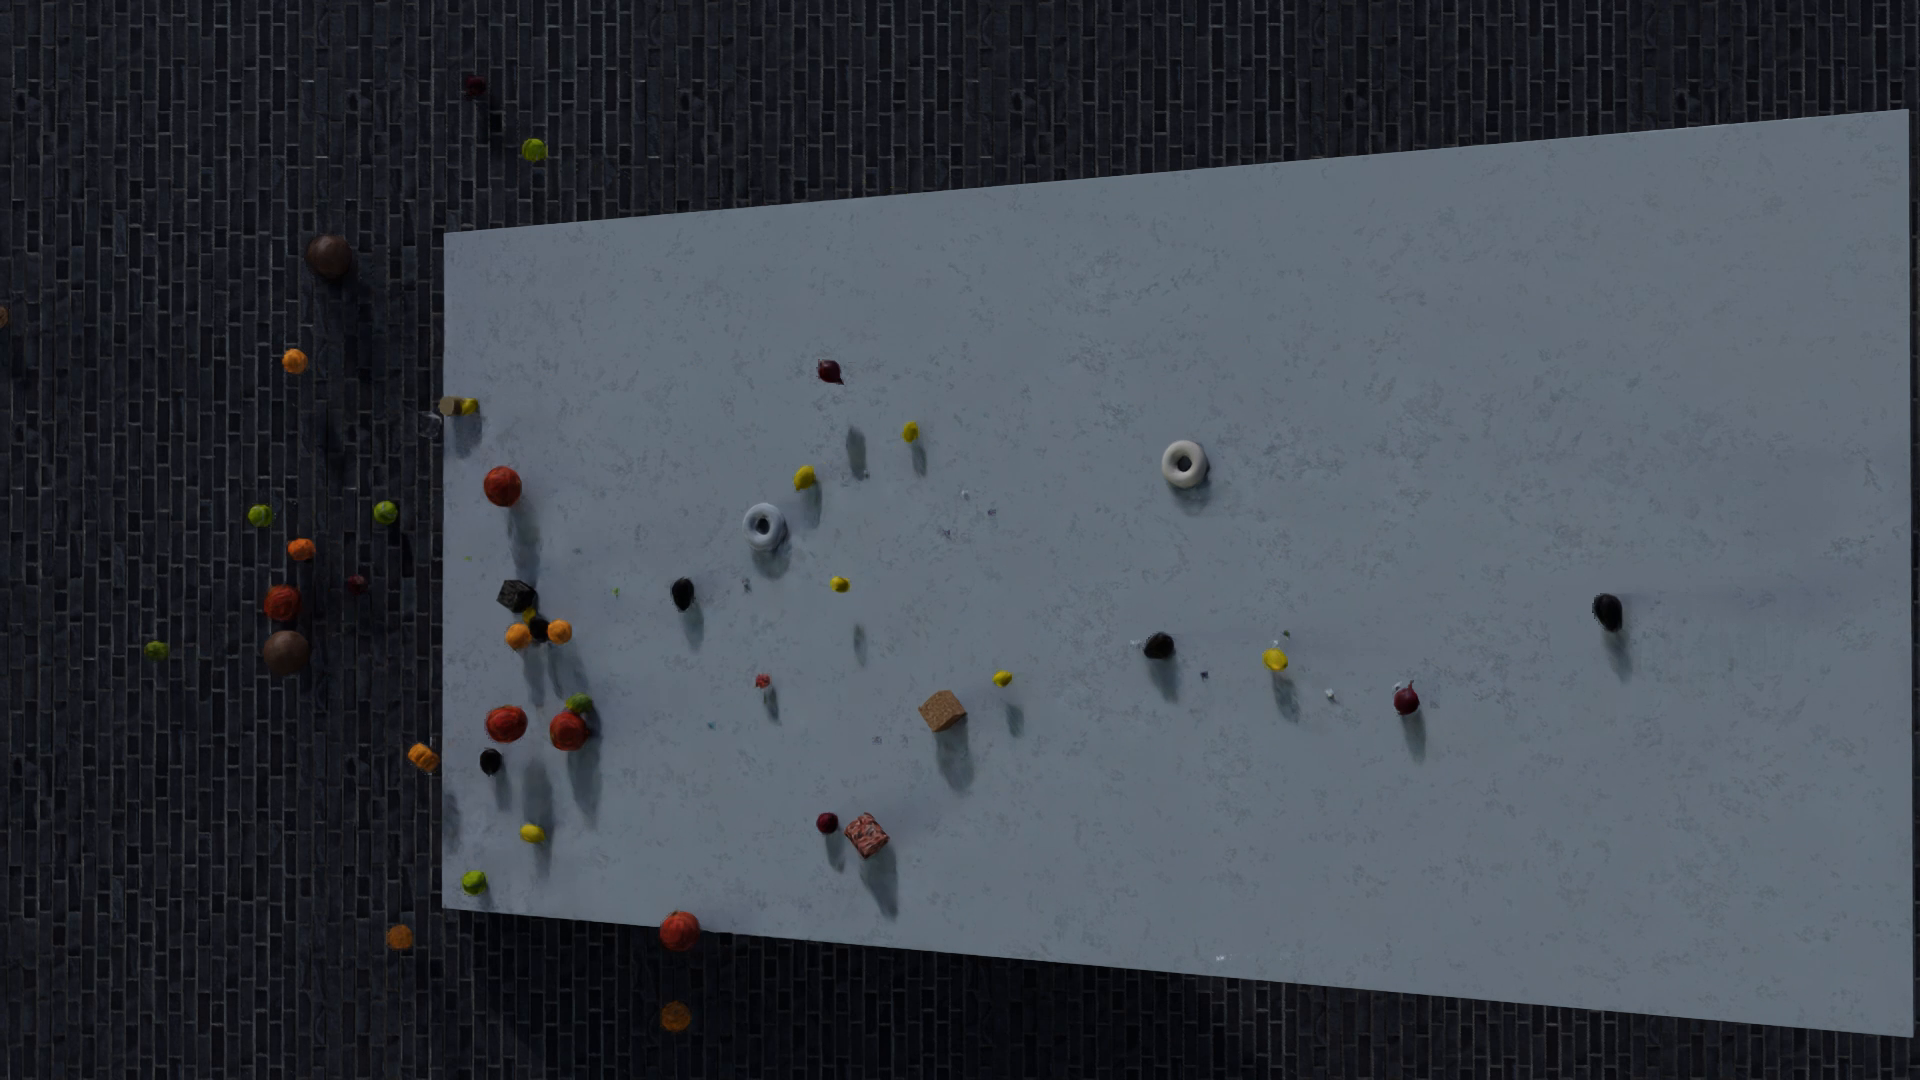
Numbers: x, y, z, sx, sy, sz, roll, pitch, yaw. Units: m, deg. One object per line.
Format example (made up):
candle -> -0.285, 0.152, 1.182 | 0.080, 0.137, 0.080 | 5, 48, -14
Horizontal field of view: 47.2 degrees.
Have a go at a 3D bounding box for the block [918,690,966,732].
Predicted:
block -> -0.047, 0.446, 5.731 | 0.076, 0.076, 0.076 | -42, 72, 20

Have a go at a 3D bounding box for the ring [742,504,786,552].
ring -> -0.534, -0.035, 5.998 | 0.131, 0.044, 0.131 | -1, 88, 28

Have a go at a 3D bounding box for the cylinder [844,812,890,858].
cylinder -> -0.247, 0.782, 5.821 | 0.085, 0.085, 0.085 | -41, 72, 0

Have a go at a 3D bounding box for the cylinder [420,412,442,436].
cylinder -> -1.566, -0.341, 6.507 | 0.054, 0.054, 0.054 | 23, 107, 0

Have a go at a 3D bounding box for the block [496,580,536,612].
block -> -1.282, 0.161, 6.354 | 0.068, 0.068, 0.068 | 30, 102, 24

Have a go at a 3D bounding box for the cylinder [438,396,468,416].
cylinder -> -1.491, -0.393, 6.469 | 0.059, 0.059, 0.059 | 0, 89, 26

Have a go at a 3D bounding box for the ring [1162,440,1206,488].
ring -> 0.557, -0.188, 5.458 | 0.118, 0.039, 0.118 | -1, 88, 27

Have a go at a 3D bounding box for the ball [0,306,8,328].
ball -> -2.887, -0.668, 6.578 | 0.074, 0.074, 0.074 | 0, 89, 0

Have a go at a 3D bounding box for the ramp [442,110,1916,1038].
ramp -> 0.280, 0.080, 5.671 | 4.000, 0.100, 2.000 | 0, 89, 26
